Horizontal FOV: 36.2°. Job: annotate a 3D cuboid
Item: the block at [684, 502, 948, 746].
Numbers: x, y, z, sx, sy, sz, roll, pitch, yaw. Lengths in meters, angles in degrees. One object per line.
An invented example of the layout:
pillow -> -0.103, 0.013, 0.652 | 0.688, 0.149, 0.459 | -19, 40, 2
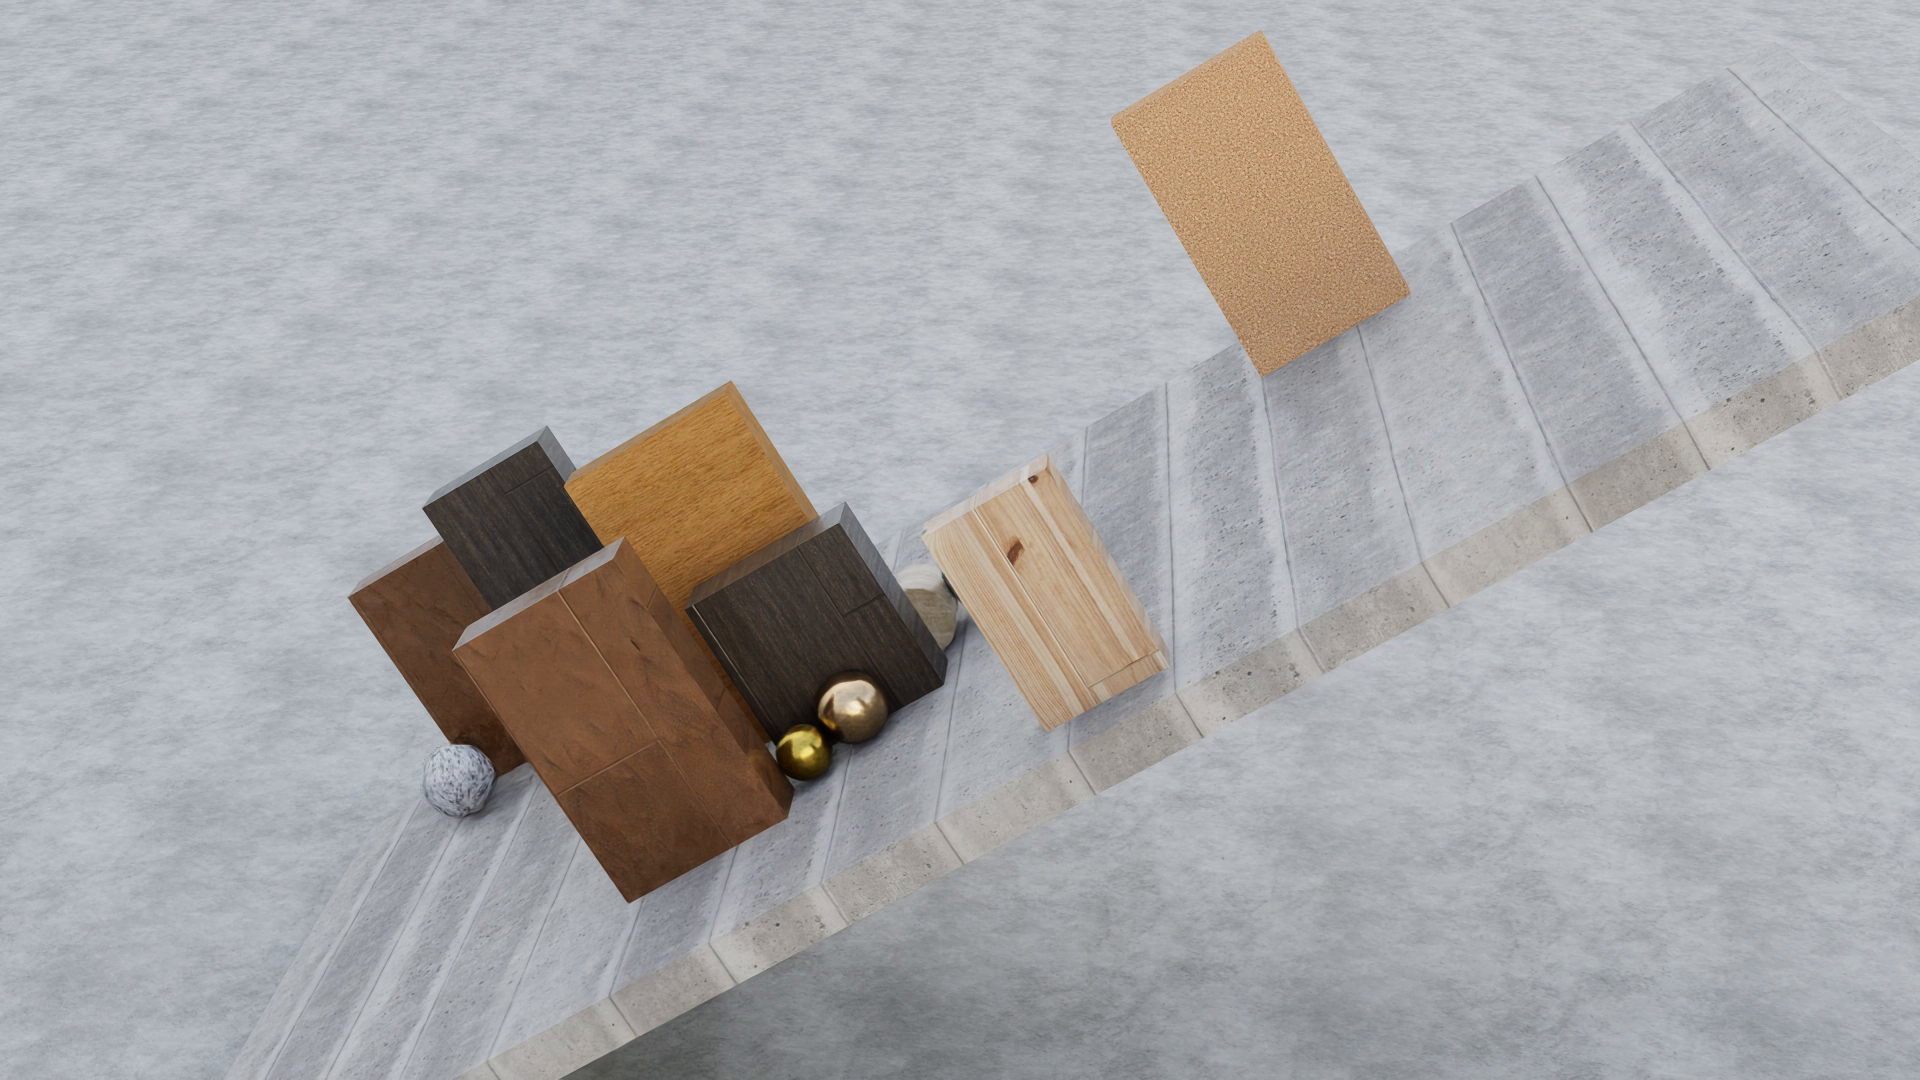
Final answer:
block -> -0.294, 0.198, 6.085 | 0.375, 0.407, 0.137 | -29, 15, 13

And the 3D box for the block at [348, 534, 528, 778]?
block -> -1.164, 0.257, 7.323 | 0.443, 0.588, 0.117 | -29, 15, 13

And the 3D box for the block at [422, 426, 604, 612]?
block -> -0.857, 0.154, 6.650 | 0.312, 0.778, 0.118 | -29, 15, 13

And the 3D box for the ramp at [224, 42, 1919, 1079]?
ramp -> 0.141, 0.168, 6.288 | 4.000, 0.100, 2.000 | -29, 15, 13

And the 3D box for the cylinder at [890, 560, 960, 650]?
cylinder -> -0.088, 0.153, 6.291 | 0.162, 0.162, 0.162 | -2, 31, -7

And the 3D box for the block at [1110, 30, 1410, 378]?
block -> 0.678, -0.753, 6.623 | 0.385, 0.678, 0.089 | -29, 15, 13

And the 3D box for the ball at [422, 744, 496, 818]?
ball -> -1.226, 0.588, 7.192 | 0.180, 0.180, 0.180 | 0, 19, 0

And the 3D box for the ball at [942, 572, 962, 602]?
ball -> 0.052, 0.055, 6.264 | 0.185, 0.185, 0.185 | 0, 19, 0

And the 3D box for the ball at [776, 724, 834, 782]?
ball -> -0.315, 0.430, 5.953 | 0.116, 0.116, 0.116 | 0, 19, 0

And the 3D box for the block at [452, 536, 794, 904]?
block -> -0.666, 0.363, 5.871 | 0.383, 0.632, 0.136 | -29, 15, 13

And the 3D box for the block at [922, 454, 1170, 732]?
block -> 0.159, 0.100, 5.401 | 0.264, 0.441, 0.086 | -29, 15, 13

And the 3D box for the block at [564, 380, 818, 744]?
block -> -0.474, 0.065, 6.287 | 0.408, 0.710, 0.092 | -29, 15, 13

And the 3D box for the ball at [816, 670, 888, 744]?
ball -> -0.220, 0.341, 5.978 | 0.150, 0.150, 0.150 | 0, 19, 0
